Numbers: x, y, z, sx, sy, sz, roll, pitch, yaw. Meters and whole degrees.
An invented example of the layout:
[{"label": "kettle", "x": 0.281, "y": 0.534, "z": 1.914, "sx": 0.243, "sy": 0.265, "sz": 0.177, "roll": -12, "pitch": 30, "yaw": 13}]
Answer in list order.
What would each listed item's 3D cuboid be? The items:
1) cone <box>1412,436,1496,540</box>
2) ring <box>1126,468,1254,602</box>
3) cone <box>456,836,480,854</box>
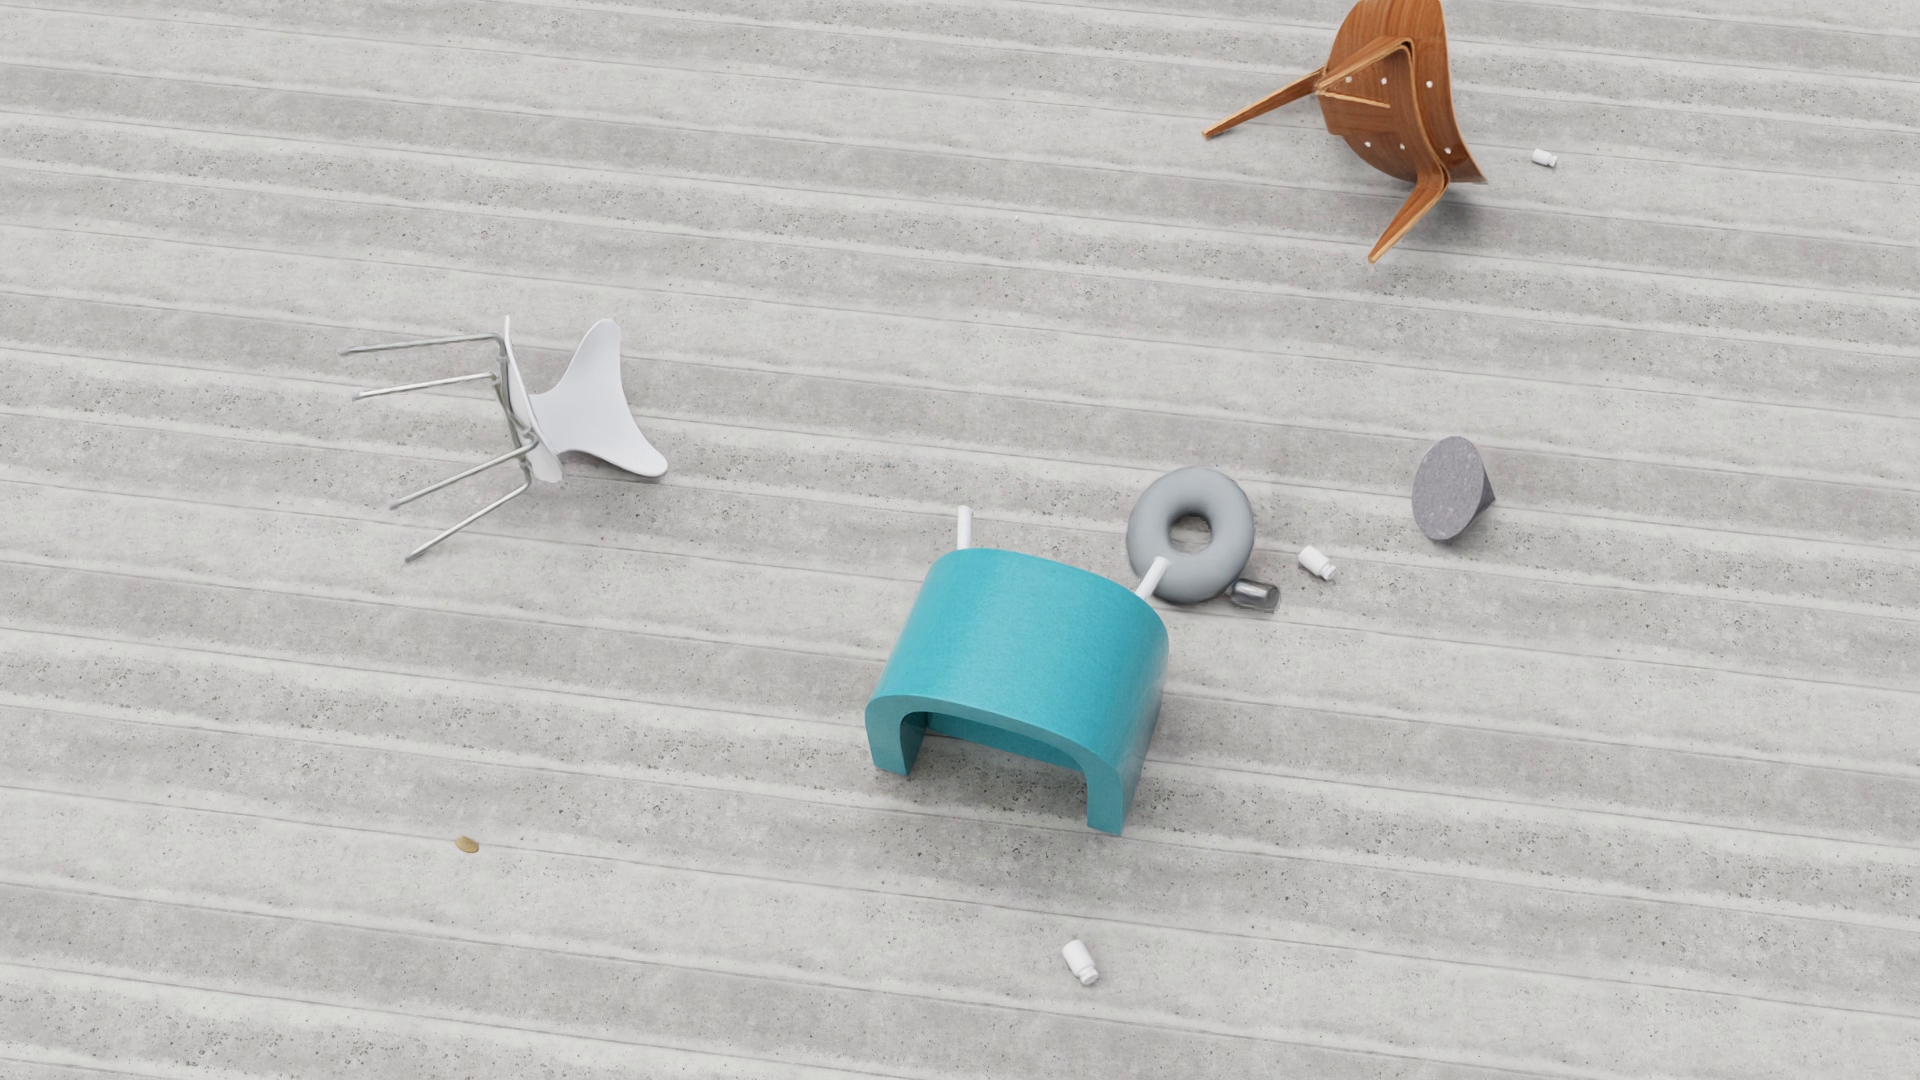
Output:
[{"label": "cone", "x": 1.535, "y": -0.138, "z": 6.593, "sx": 0.219, "sy": 0.314, "sz": 0.273, "roll": 10, "pitch": 6, "yaw": -35}, {"label": "ring", "x": 0.682, "y": -0.019, "z": 6.504, "sx": 0.375, "sy": 0.113, "sz": 0.463, "roll": 10, "pitch": 60, "yaw": 12}, {"label": "cone", "x": -1.348, "y": 0.818, "z": 5.989, "sx": 0.074, "sy": 0.060, "sz": 0.042, "roll": 21, "pitch": 59, "yaw": 14}]
